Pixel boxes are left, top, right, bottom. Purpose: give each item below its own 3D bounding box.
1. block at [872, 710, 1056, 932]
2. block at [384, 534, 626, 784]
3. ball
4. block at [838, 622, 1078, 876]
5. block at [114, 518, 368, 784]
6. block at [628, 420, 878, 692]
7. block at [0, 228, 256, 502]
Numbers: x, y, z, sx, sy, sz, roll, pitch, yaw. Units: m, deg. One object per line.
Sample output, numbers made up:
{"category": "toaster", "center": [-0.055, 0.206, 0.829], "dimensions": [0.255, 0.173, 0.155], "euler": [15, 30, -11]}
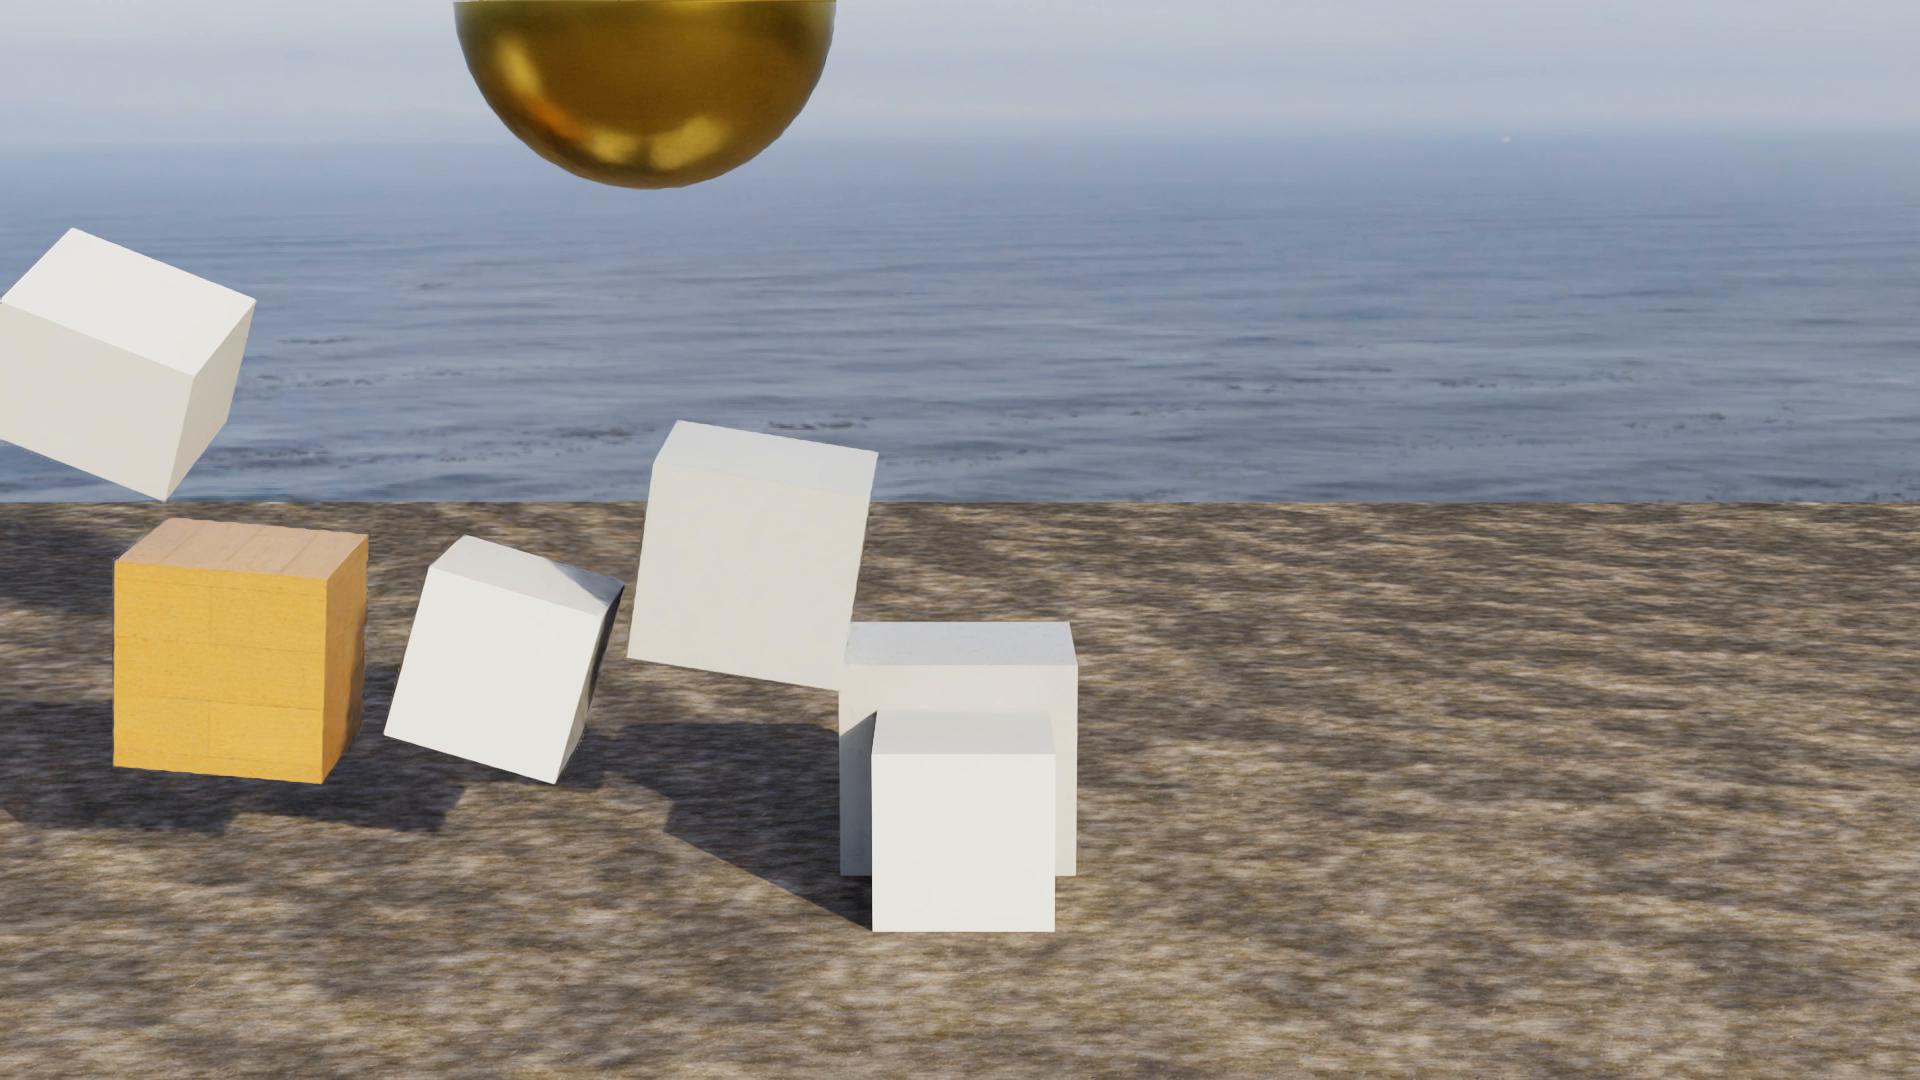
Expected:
{"category": "block", "center": [0.015, 1.184, 10.935], "dimensions": [0.754, 0.758, 0.743], "euler": [0, 10, 0]}
{"category": "block", "center": [-1.968, 0.505, 11.182], "dimensions": [0.749, 0.753, 0.798], "euler": [17, 9, -3]}
{"category": "ball", "center": [-1.317, -2.275, 10.767], "dimensions": [1.600, 1.600, 1.600], "euler": [0, 10, 0]}
{"category": "block", "center": [-0.008, 0.938, 11.732], "dimensions": [1.045, 0.957, 0.897], "euler": [0, 10, 0]}
{"category": "block", "center": [-3.110, 0.467, 11.143], "dimensions": [0.880, 0.904, 0.756], "euler": [5, 14, -1]}
{"category": "block", "center": [-0.884, 0.052, 11.143], "dimensions": [0.906, 0.857, 0.868], "euler": [9, 14, -2]}
{"category": "block", "center": [-3.495, -0.733, 10.652], "dimensions": [0.813, 0.647, 0.679], "euler": [22, 33, -5]}
